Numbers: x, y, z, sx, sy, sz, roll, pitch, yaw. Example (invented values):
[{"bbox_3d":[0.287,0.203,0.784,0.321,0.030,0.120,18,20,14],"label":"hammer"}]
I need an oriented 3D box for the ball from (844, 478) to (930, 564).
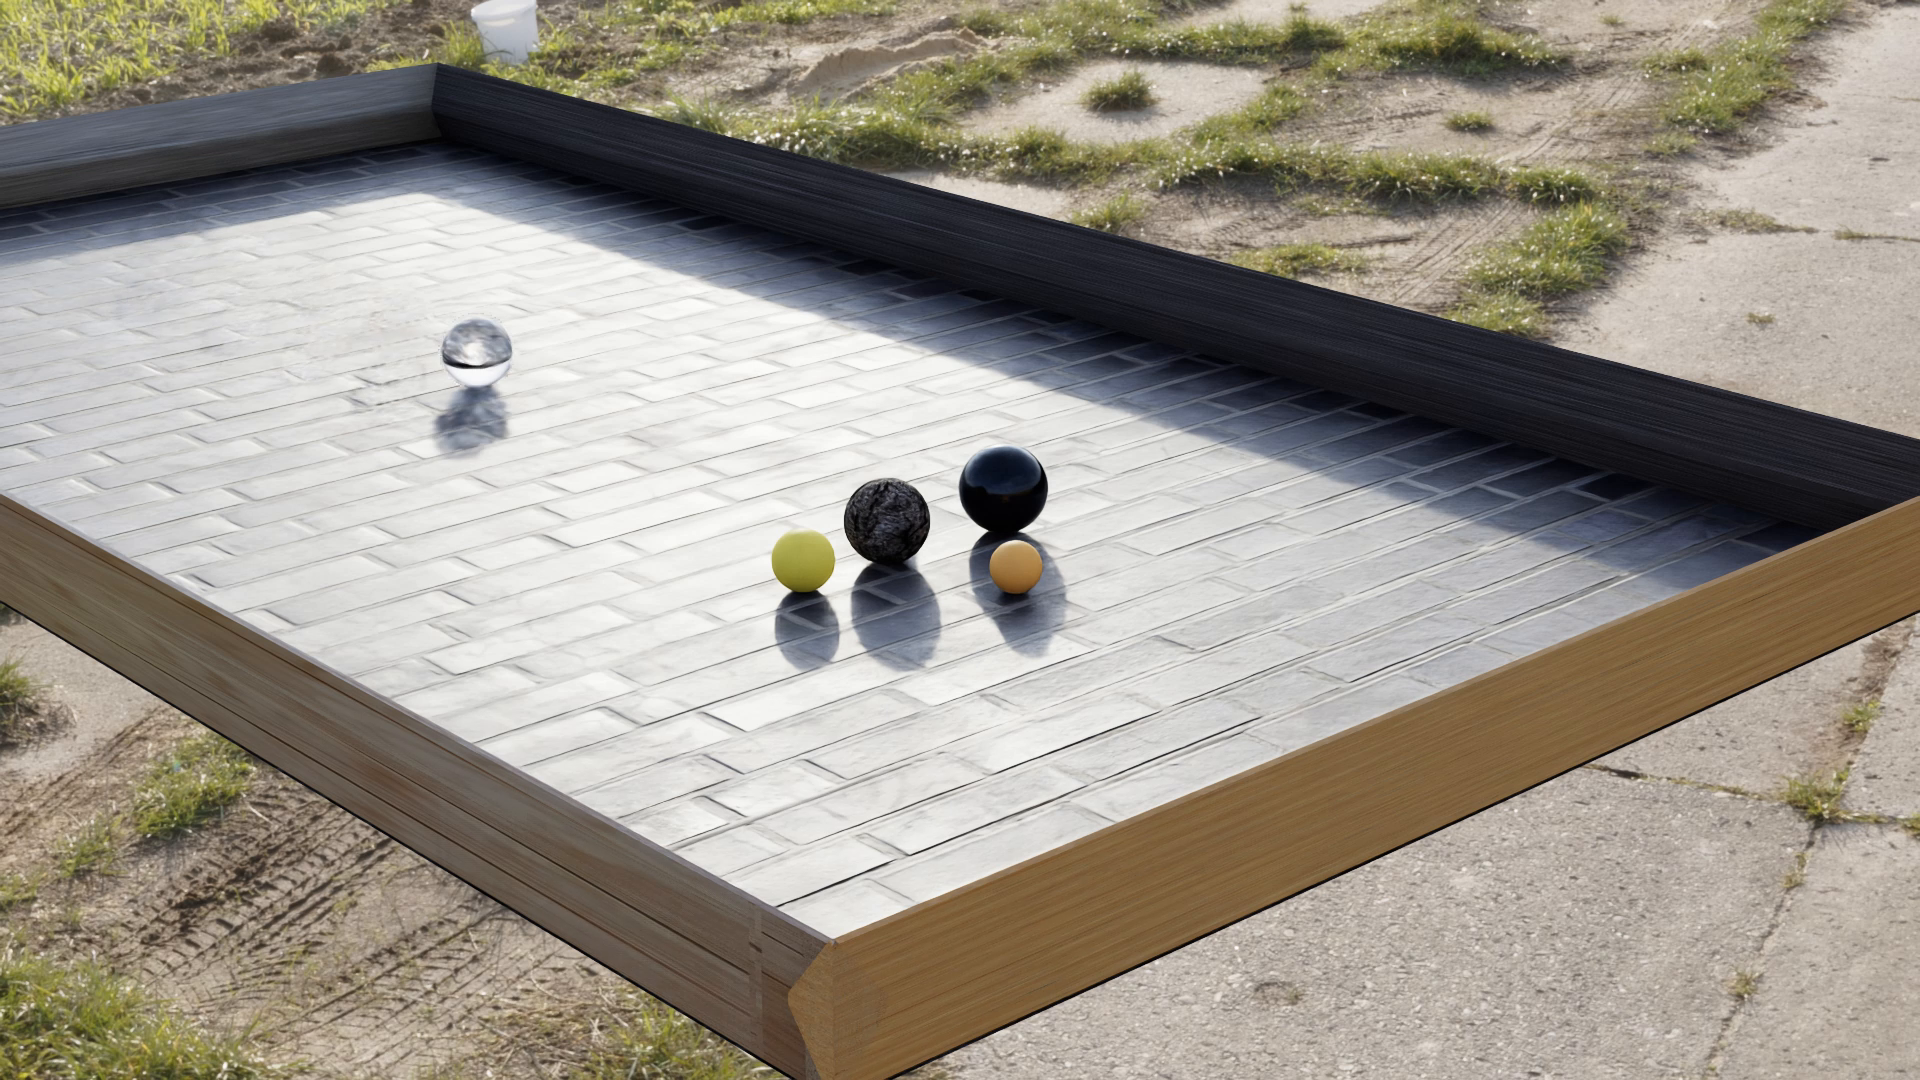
[{"bbox_3d":[-0.070,-0.018,2.816,0.084,0.084,0.084,0,20,0],"label":"ball"}]

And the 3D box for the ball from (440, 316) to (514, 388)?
[{"bbox_3d":[-0.552,-0.215,3.362,0.082,0.082,0.082,0,20,0],"label":"ball"}]

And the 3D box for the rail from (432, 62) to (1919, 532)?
[{"bbox_3d":[0.063,-0.351,3.686,0.045,0.116,2.681,-17,26,-39],"label":"rail"}]

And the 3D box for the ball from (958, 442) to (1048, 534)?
[{"bbox_3d":[0.043,-0.051,2.898,0.089,0.089,0.089,0,20,0],"label":"ball"}]

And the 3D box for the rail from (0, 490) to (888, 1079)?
[{"bbox_3d":[-0.962,-0.036,2.815,0.045,0.116,2.681,-17,26,-39],"label":"rail"}]

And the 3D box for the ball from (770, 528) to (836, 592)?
[{"bbox_3d":[-0.146,0.019,2.748,0.060,0.060,0.060,0,20,0],"label":"ball"}]

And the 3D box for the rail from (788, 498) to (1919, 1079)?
[{"bbox_3d":[0.434,0.139,2.332,1.428,0.116,0.045,-17,26,-39],"label":"rail"}]

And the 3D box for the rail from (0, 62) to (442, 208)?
[{"bbox_3d":[-1.333,-0.526,4.169,1.428,0.116,0.045,-17,26,-39],"label":"rail"}]

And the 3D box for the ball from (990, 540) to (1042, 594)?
[{"bbox_3d":[0.052,0.025,2.745,0.050,0.050,0.050,0,20,0],"label":"ball"}]
